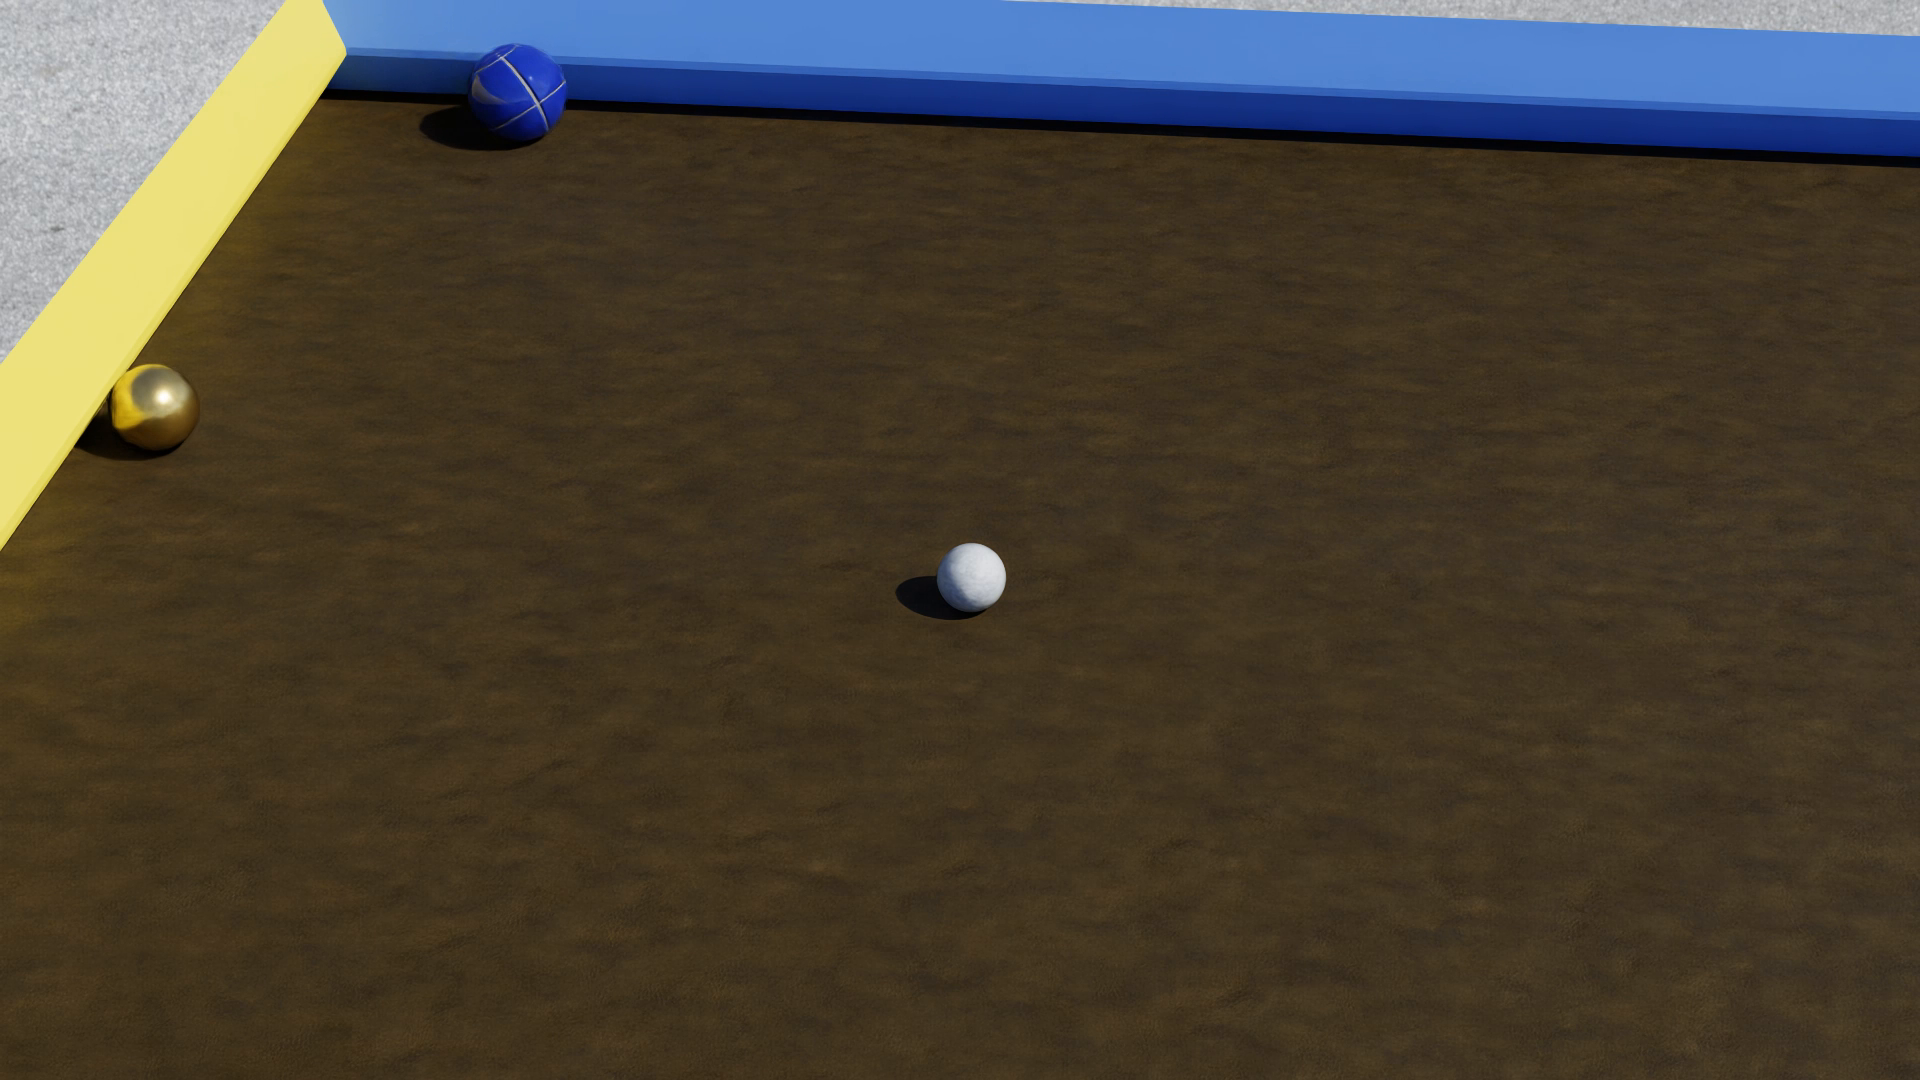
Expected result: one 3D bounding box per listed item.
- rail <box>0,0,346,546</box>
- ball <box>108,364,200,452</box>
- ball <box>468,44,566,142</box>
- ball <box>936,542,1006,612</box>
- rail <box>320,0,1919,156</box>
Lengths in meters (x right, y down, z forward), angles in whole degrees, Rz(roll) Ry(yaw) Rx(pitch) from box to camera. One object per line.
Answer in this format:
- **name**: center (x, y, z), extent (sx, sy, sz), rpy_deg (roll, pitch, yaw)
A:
- **rail**: center (-0.707, -0.068, 1.958), extent (0.045, 0.123, 1.569), rpy_deg (3, 35, 5)
- **ball**: center (-0.647, -0.106, 2.060), extent (0.070, 0.070, 0.070), rpy_deg (0, 35, 0)
- **ball**: center (-0.435, -0.439, 2.515), extent (0.095, 0.095, 0.095), rpy_deg (0, 35, 0)
- **ball**: center (0.008, 0.028, 1.885), extent (0.051, 0.051, 0.051), rpy_deg (0, 35, 0)
- **rail**: center (0.805, -0.421, 2.463), extent (2.935, 0.123, 0.045), rpy_deg (3, 35, 5)
